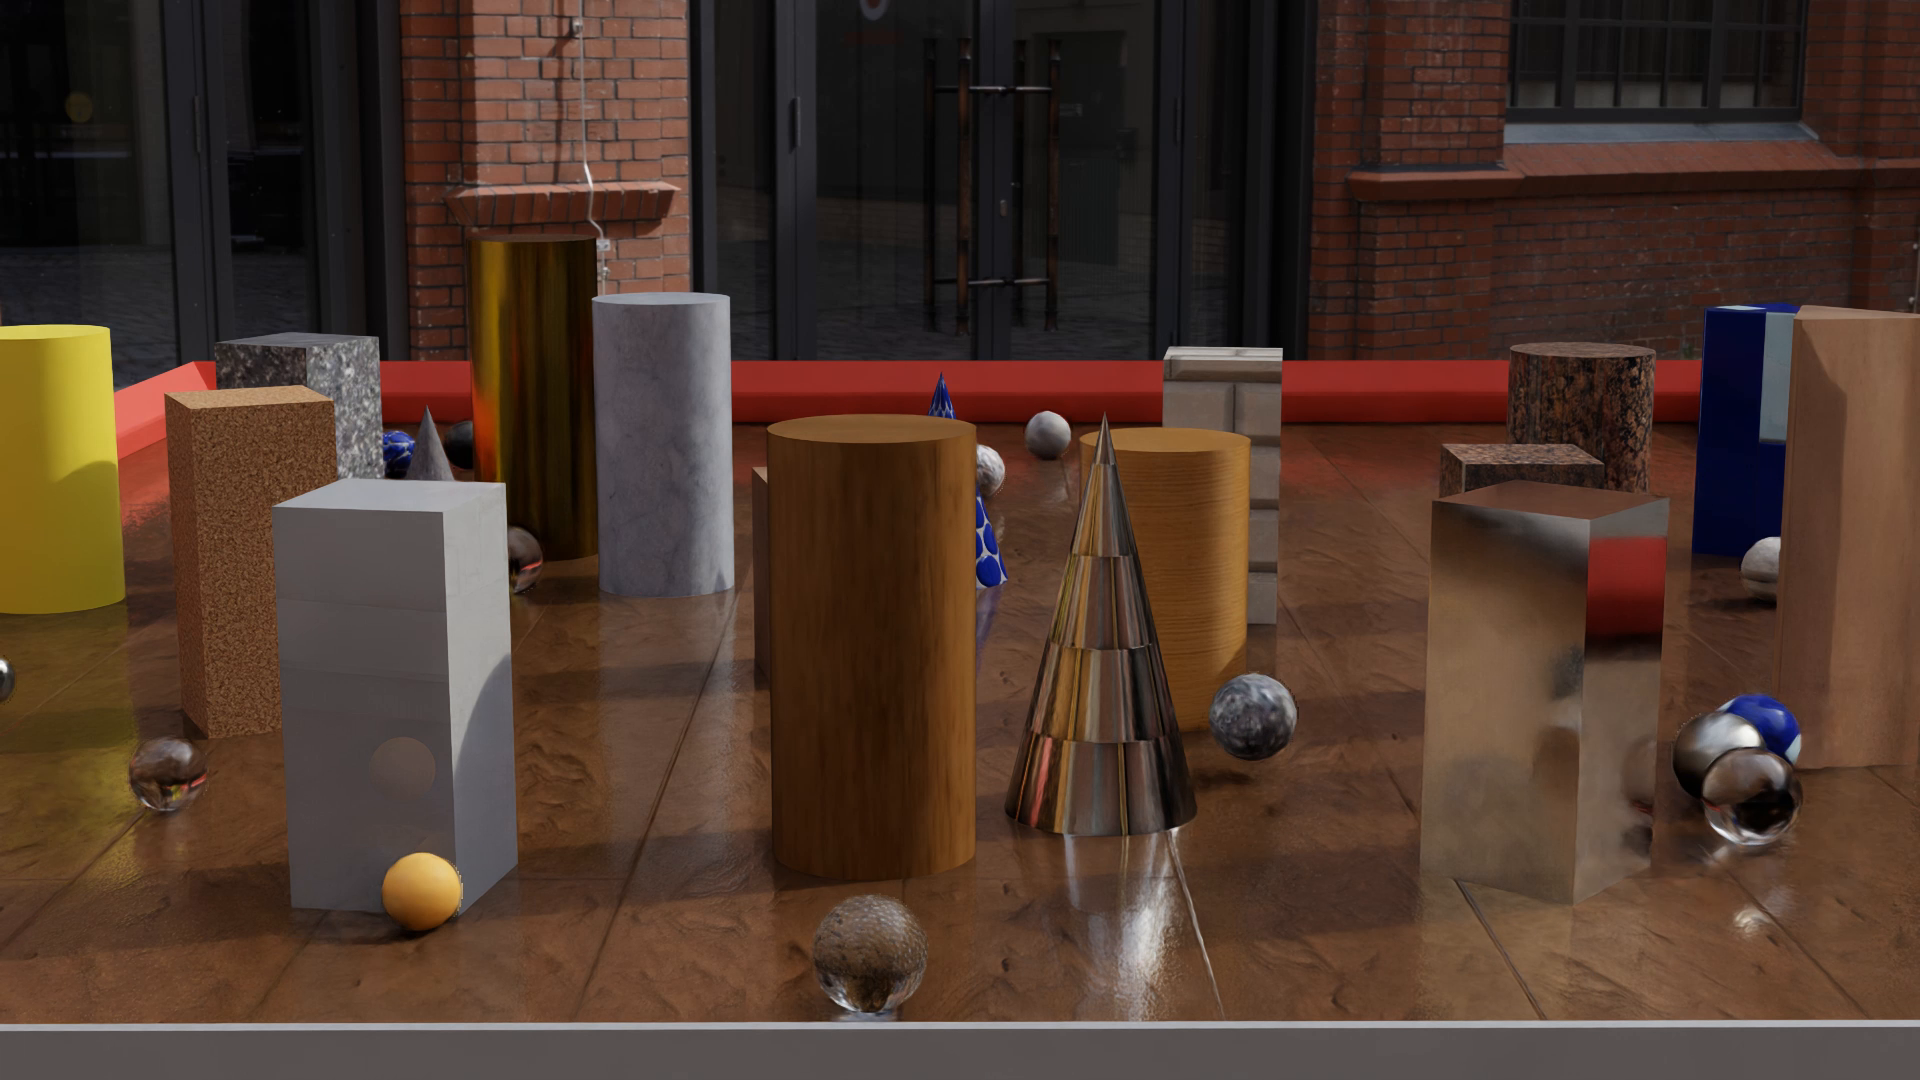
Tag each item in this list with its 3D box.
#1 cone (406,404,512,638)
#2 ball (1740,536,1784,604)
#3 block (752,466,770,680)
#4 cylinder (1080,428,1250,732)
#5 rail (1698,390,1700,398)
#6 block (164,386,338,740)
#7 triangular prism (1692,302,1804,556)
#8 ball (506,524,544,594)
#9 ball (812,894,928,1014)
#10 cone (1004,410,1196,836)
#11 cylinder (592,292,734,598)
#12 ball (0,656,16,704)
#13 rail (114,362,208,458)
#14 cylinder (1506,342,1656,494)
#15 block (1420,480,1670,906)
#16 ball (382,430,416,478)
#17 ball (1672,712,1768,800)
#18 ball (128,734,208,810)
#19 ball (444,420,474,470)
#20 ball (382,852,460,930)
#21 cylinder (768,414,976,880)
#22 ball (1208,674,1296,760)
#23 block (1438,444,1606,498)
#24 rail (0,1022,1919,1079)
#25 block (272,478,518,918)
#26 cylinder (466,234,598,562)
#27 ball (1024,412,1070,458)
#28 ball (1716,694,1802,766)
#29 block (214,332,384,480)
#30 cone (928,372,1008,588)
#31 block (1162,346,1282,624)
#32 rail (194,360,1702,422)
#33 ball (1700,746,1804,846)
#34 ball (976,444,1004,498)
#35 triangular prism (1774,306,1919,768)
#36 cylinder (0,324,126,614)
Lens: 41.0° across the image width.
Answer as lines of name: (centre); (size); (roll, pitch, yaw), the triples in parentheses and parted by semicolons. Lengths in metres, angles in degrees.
cone: (-0.671, -0.022, 3.256); (0.191, 0.304, 0.191); (0, 11, 0)
ball: (1.112, 0.041, 3.498); (0.091, 0.091, 0.091); (0, 11, 0)
block: (-0.163, 0.039, 3.101); (0.153, 0.239, 0.153); (-2, 11, -13)
cylinder: (0.229, 0.041, 2.893); (0.191, 0.312, 0.191); (0, 11, 0)
rail: (1.534, 0.030, 3.458); (0.045, 0.124, 3.682); (0, 11, 0)
block: (-0.786, 0.020, 2.866); (0.153, 0.363, 0.153); (-5, 12, -27)
triangular prism: (1.211, -0.167, 3.857); (0.166, 0.368, 0.143); (6, 12, 29)
ball: (-0.627, 0.026, 3.563); (0.096, 0.096, 0.096); (0, 11, 0)
ball: (-0.070, 0.321, 1.991); (0.091, 0.091, 0.091); (0, 11, 0)
cone: (0.139, 0.070, 2.504); (0.191, 0.397, 0.191); (0, 11, 0)
cylinder: (-0.415, -0.137, 3.595); (0.191, 0.404, 0.191); (0, 11, 0)
ball: (-1.114, 0.160, 2.937); (0.061, 0.061, 0.061); (0, 11, 0)
rail: (-1.534, 0.034, 3.441); (0.045, 0.124, 3.682); (0, 11, 0)
cylinder: (0.834, -0.084, 3.470); (0.191, 0.347, 0.191); (0, 11, 0)
block: (0.527, 0.132, 2.318); (0.153, 0.343, 0.153); (9, 14, 39)
ball: (-1.004, -0.153, 4.563); (0.083, 0.083, 0.083); (0, 11, 0)
ball: (0.755, 0.217, 2.547); (0.093, 0.093, 0.093); (0, 11, 0)
ball: (-0.780, 0.229, 2.529); (0.075, 0.075, 0.075); (0, 11, 0)
ball: (-0.891, -0.172, 4.650); (0.088, 0.088, 0.088); (0, 11, 0)
ball: (-0.458, 0.299, 2.181); (0.066, 0.066, 0.066); (0, 11, 0)
cylinder: (-0.080, 0.094, 2.373); (0.191, 0.399, 0.191); (0, 11, 0)
ball: (0.302, 0.182, 2.645); (0.090, 0.090, 0.090); (0, 11, 0)
block: (0.633, 0.046, 2.921); (0.153, 0.292, 0.153); (0, 11, 0)
rail: (0.010, 0.364, 1.663); (3.114, 0.124, 0.045); (0, 11, 0)
block: (-0.496, 0.135, 2.270); (0.153, 0.355, 0.153); (2, 11, 10)
cylinder: (-0.635, -0.216, 3.841); (0.191, 0.471, 0.191); (0, 11, 0)
ball: (0.163, -0.196, 4.781); (0.087, 0.087, 0.087); (0, 11, 0)
ball: (0.811, 0.203, 2.620); (0.092, 0.092, 0.092); (0, 11, 0)
block: (-0.895, -0.095, 3.497); (0.153, 0.358, 0.153); (5, 12, 25)
cone: (-0.026, -0.092, 3.649); (0.191, 0.297, 0.191); (0, 11, 0)
block: (0.349, -0.076, 3.423); (0.153, 0.347, 0.153); (1, 11, 7)
rail: (-0.010, -0.301, 5.236); (3.114, 0.124, 0.045); (0, 11, 0)
ball: (0.745, 0.241, 2.416); (0.093, 0.093, 0.093); (0, 11, 0)
ball: (0.030, -0.116, 4.341); (0.091, 0.091, 0.091); (0, 11, 0)
triangular prism: (0.917, -0.007, 2.720); (0.166, 0.470, 0.143); (-2, 11, -9)
cylinder: (-1.247, -0.100, 3.493); (0.191, 0.369, 0.191); (0, 11, 0)
